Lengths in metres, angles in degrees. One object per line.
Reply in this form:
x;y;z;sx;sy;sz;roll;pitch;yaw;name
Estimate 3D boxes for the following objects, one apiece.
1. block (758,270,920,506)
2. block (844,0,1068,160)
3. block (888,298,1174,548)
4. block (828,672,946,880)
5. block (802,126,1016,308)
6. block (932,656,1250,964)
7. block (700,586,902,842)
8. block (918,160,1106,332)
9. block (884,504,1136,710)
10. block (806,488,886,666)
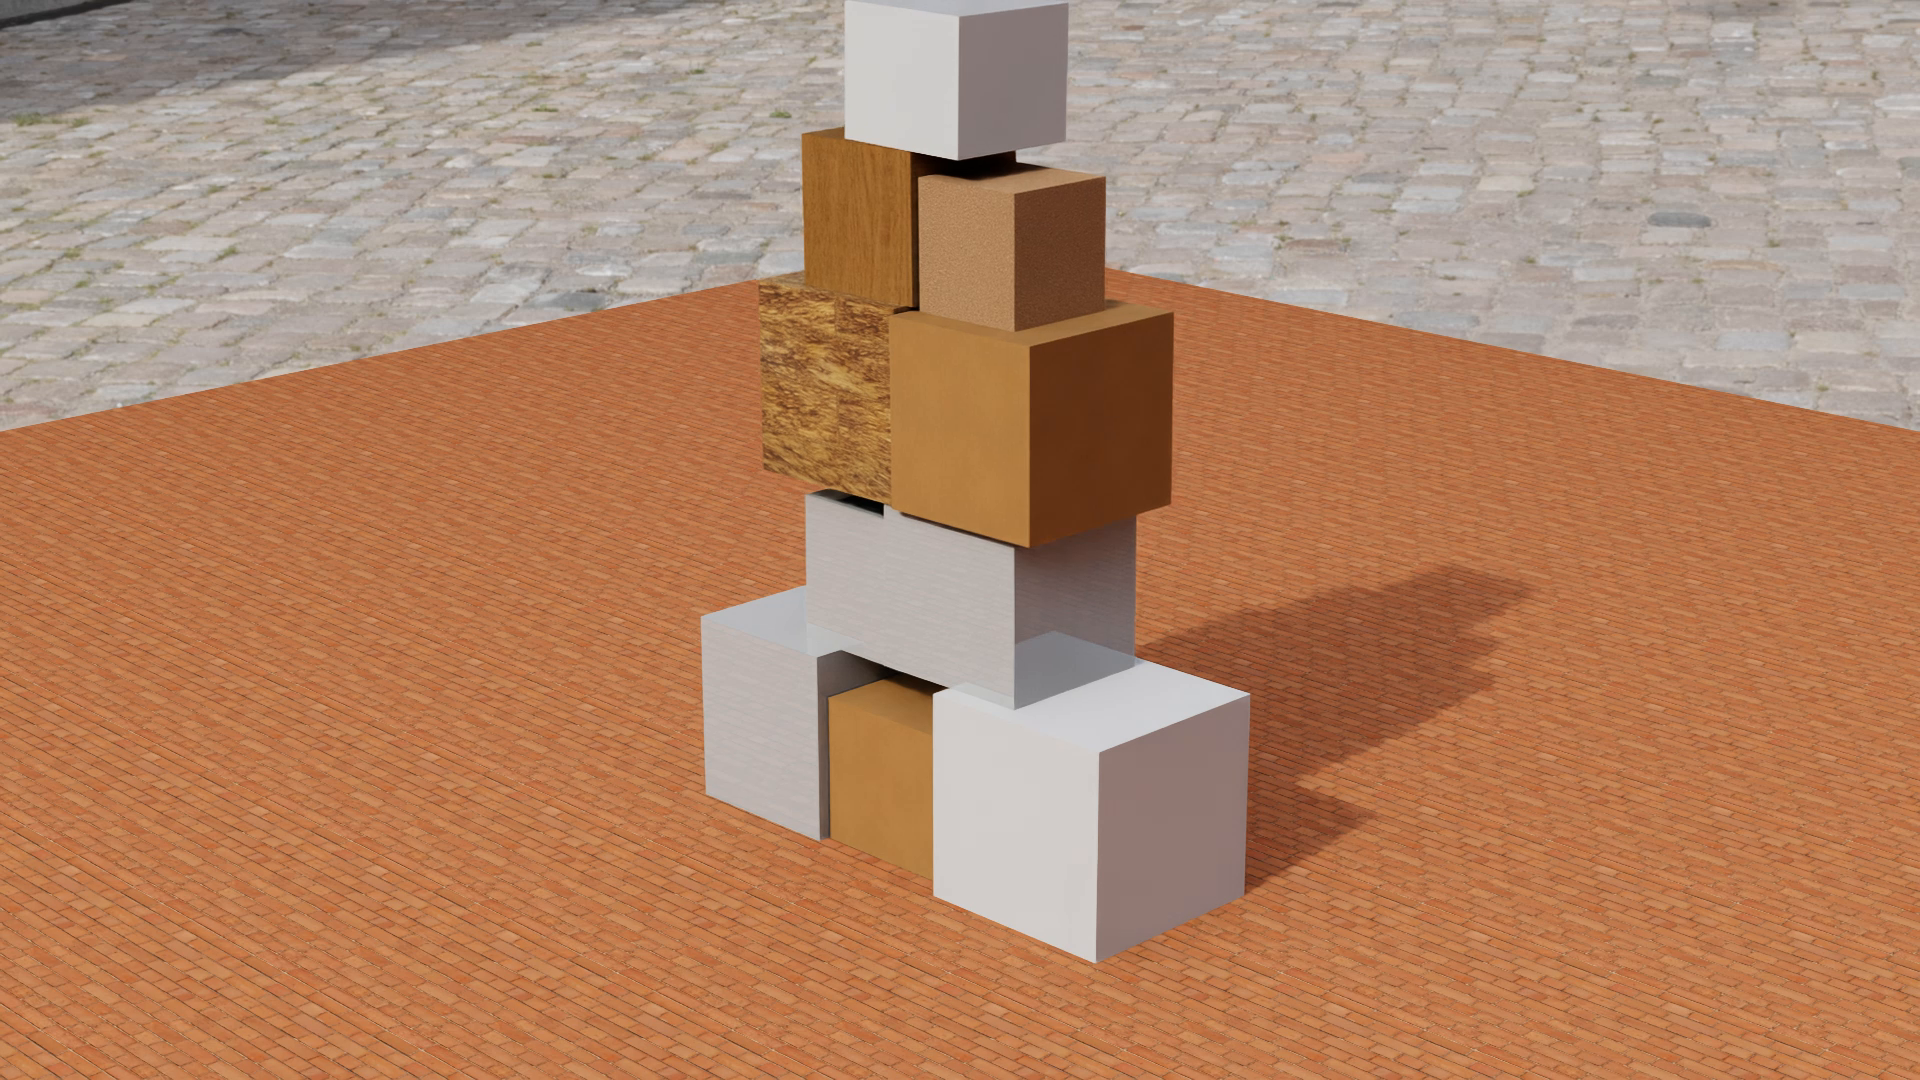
-0.322;-0.748;13.418;0.786;0.895;0.887;-17;23;-42;block
-0.017;-2.034;12.715;0.667;0.603;0.697;-17;25;-42;block
0.314;-0.565;12.845;0.909;0.872;0.841;-17;23;-42;block
-0.049;1.073;13.749;0.790;0.709;0.800;-17;24;-42;block
-0.225;-1.478;13.105;0.653;0.683;0.696;-17;23;-42;block
0.582;1.143;13.088;0.991;0.972;0.992;-17;24;-42;block
-0.648;0.802;14.258;0.867;0.920;0.828;-17;24;-42;block
0.225;-1.278;12.679;0.566;0.590;0.574;-17;23;-42;block
0.225;0.200;13.168;0.785;0.779;0.807;-17;23;-42;block
-0.279;0.129;13.693;0.610;0.704;0.635;-17;24;-42;block
